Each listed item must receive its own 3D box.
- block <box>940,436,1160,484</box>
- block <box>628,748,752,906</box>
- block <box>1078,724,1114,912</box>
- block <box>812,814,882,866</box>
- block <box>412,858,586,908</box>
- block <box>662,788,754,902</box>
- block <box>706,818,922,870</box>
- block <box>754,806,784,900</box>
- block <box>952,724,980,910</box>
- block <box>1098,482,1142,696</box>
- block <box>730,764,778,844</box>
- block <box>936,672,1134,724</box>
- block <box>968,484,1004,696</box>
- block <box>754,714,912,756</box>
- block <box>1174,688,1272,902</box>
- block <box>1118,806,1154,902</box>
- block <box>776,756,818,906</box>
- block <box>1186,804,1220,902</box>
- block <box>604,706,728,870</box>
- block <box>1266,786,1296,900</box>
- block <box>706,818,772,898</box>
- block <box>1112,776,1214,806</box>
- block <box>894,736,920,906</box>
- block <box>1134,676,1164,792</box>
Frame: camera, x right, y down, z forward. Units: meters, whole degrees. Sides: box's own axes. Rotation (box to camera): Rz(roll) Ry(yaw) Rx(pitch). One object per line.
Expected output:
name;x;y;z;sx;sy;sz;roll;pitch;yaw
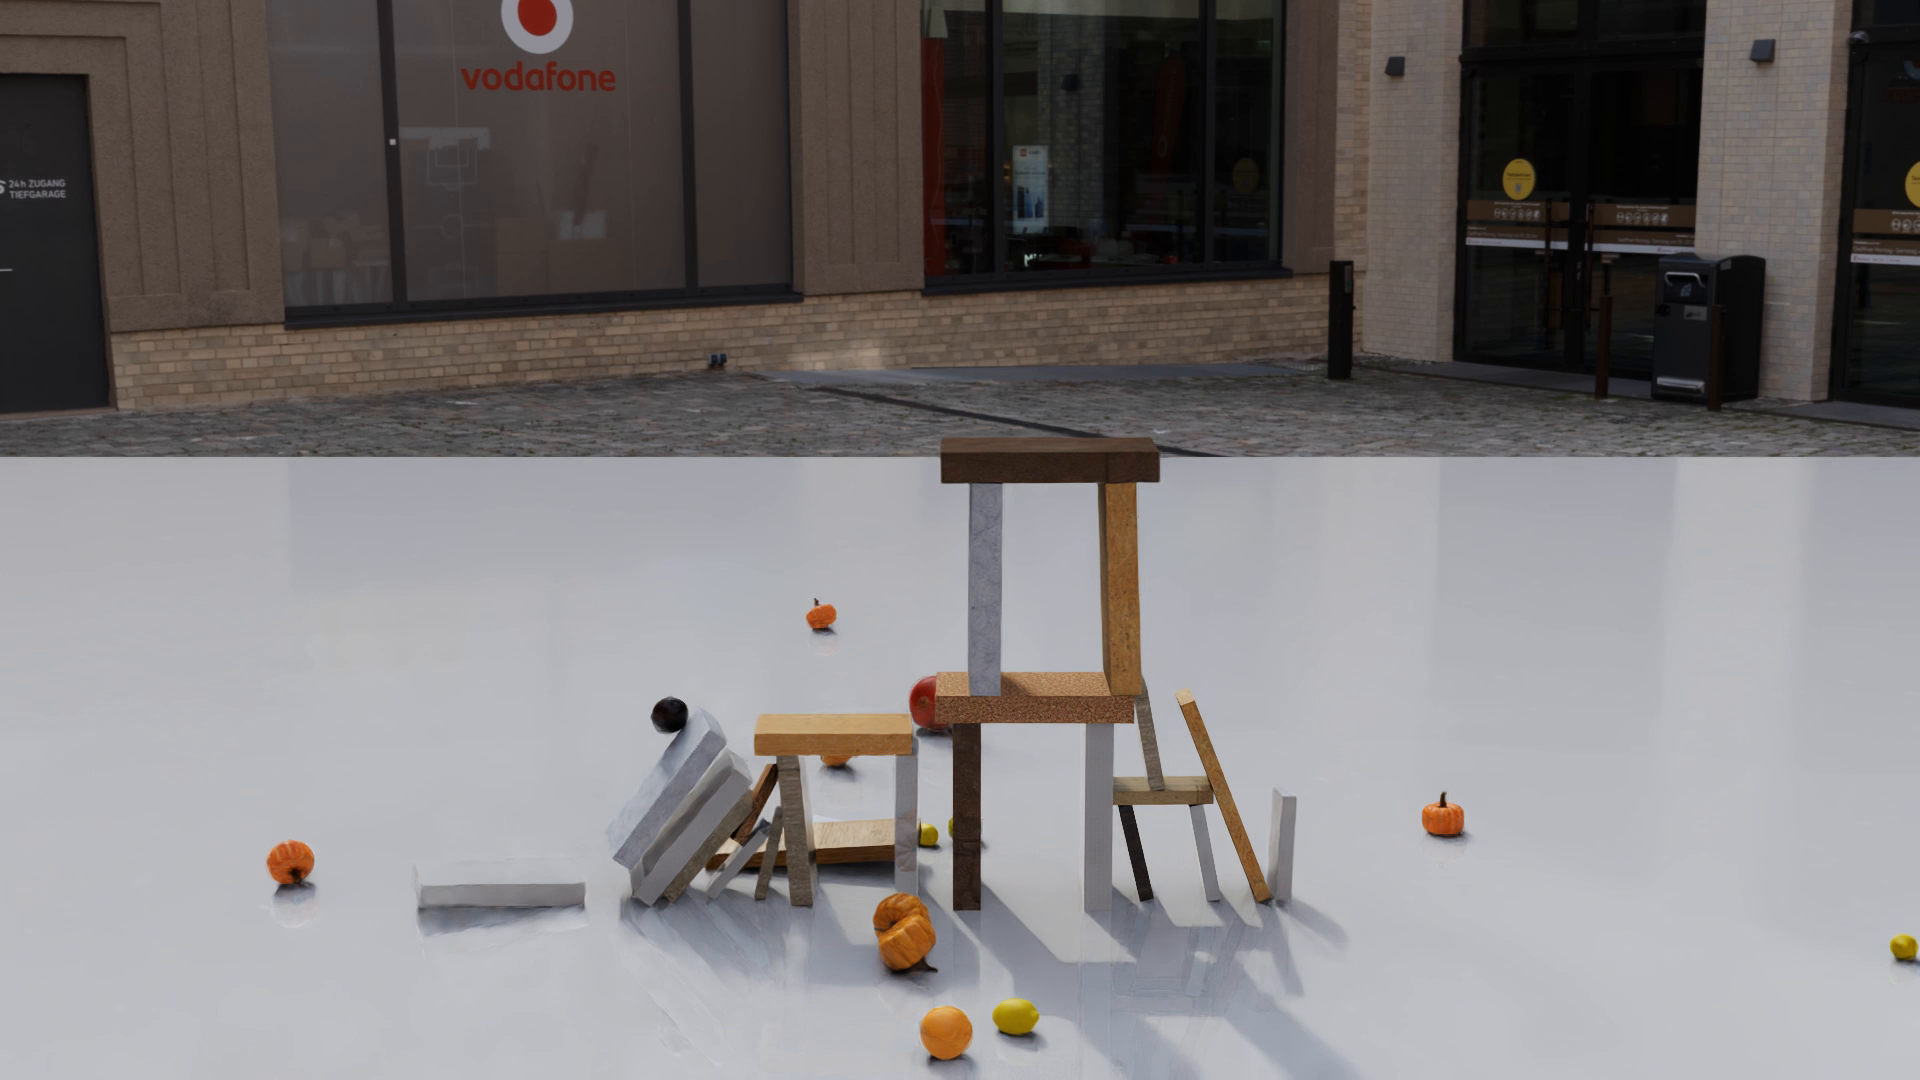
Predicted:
block;0.142;-0.129;3.532;0.343;0.049;0.171;0;11;0
block;-0.450;0.476;3.662;0.037;0.265;0.132;39;1;-15
block;0.225;0.434;3.636;0.045;0.319;0.159;0;11;0
block;-0.209;0.532;3.903;0.206;0.029;0.103;7;13;34
block;-0.761;0.565;3.629;0.265;0.037;0.132;2;9;-20
block;-0.422;0.501;3.666;0.029;0.206;0.103;40;5;-11
block;-0.254;0.526;3.814;0.366;0.029;0.103;-4;18;6
block;-0.315;0.520;3.662;0.020;0.140;0.070;14;10;-3
block;0.011;0.434;3.639;0.045;0.319;0.159;0;11;0
block;0.258;0.064;3.568;0.049;0.343;0.171;-2;11;0
block;-0.342;0.441;3.683;0.020;0.140;0.070;29;-11;-9
block;0.120;0.257;3.595;0.319;0.045;0.159;0;11;0
block;0.040;0.065;3.563;0.049;0.343;0.171;0;11;-1
block;-0.208;0.319;3.623;0.255;0.036;0.127;0;11;-1
block;0.435;0.421;3.636;0.024;0.361;0.086;-22;10;3
block;0.290;0.508;3.657;0.023;0.166;0.083;-13;10;2
block;-0.269;0.463;3.649;0.036;0.255;0.127;-4;10;1
block;0.403;0.507;3.656;0.023;0.166;0.083;-11;10;2
block;-0.489;0.410;3.650;0.037;0.265;0.132;36;2;-19
block;0.533;0.502;3.646;0.024;0.172;0.086;3;4;-3
block;-0.369;0.530;3.663;0.020;0.140;0.070;40;8;-7
block;0.331;0.414;3.638;0.166;0.023;0.083;0;11;-1
block;-0.088;0.464;3.649;0.036;0.255;0.127;1;11;0
block;0.308;0.318;3.620;0.024;0.172;0.086;-10;10;2
